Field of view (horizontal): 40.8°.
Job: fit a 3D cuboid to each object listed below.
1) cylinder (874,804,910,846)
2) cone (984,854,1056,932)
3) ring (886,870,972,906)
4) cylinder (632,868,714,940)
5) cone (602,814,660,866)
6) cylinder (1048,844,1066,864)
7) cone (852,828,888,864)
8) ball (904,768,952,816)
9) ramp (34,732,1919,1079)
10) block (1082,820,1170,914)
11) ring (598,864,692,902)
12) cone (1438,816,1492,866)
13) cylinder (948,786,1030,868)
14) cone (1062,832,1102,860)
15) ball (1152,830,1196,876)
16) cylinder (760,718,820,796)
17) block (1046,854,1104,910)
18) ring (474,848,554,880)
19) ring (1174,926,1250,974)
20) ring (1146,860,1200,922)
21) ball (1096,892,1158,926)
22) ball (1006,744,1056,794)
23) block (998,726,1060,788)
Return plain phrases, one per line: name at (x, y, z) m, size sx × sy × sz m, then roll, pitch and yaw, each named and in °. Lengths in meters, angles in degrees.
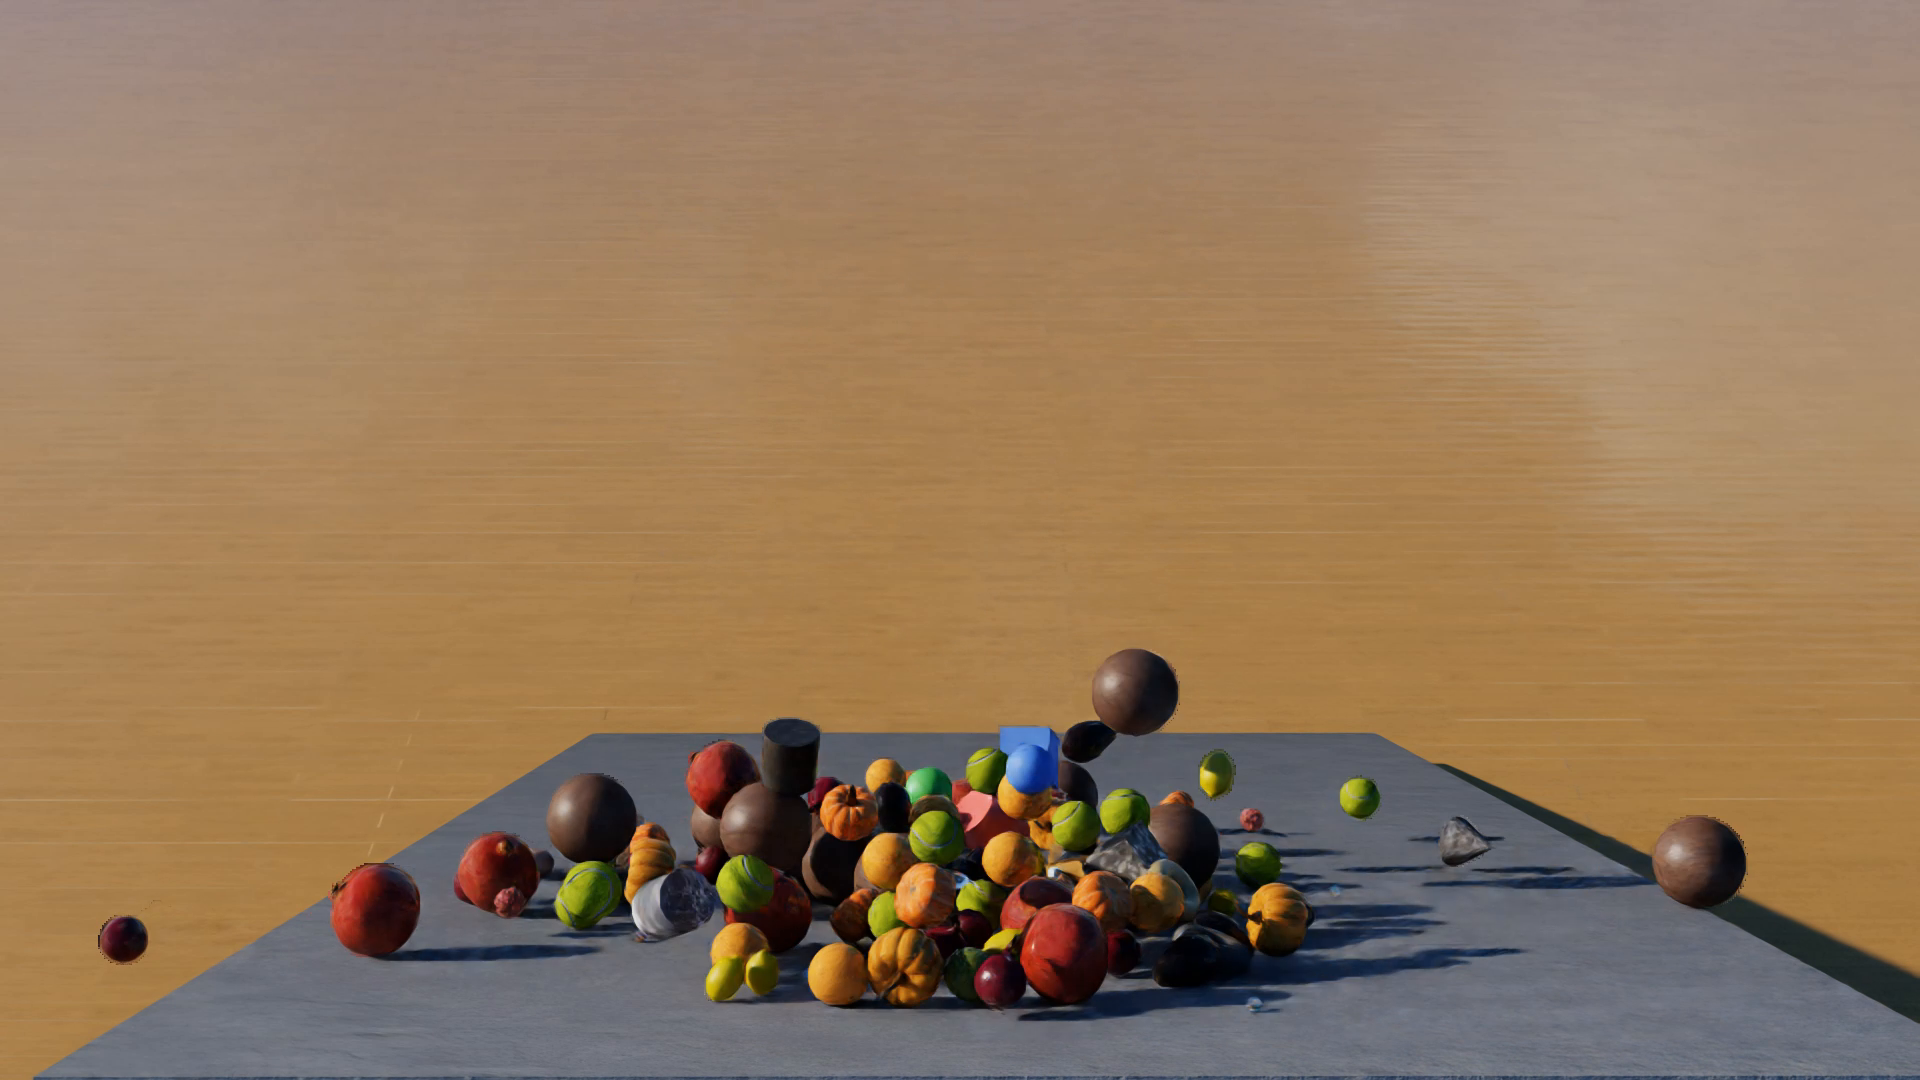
cylinder at (-0.109, 0.474, 4.285) m, size 0.053 × 0.053 × 0.053 m, roll -12°, pitch 32°, yaw -22°
cone at (0.076, 0.459, 3.498) m, size 0.098 × 0.098 × 0.098 m, roll -3°, pitch 37°, yaw -5°
ring at (-0.045, 0.507, 3.765) m, size 0.126 × 0.042 × 0.126 m, roll -2°, pitch 1°, yaw 0°
cylinder at (-0.357, 0.454, 3.219) m, size 0.077 × 0.077 × 0.077 m, roll -24°, pitch -2°, yaw -37°
cone at (-0.506, 0.501, 4.119) m, size 0.094 × 0.094 × 0.094 m, roll 31°, pitch 40°, yaw 33°
cylinder at (0.169, 0.497, 3.985) m, size 0.055 × 0.055 × 0.055 m, roll 0°, pitch 28°, yaw -7°
cone at (-0.135, 0.505, 4.156) m, size 0.060 × 0.060 × 0.060 m, roll -9°, pitch 26°, yaw -16°
ball at (-0.050, 0.404, 4.150) m, size 0.077 × 0.077 × 0.077 m, roll 0°, pitch 28°, yaw 0°
ramp at (0.063, 0.567, 4.607) m, size 2.000 × 0.100 × 4.000 m, roll 0°, pitch 1°, yaw 0°
block at (0.222, 0.432, 3.418) m, size 0.076 × 0.076 × 0.076 m, roll -35°, pitch 1°, yaw 25°
ring at (-0.457, 0.503, 3.785) m, size 0.148 × 0.049 × 0.148 m, roll -1°, pitch -3°, yaw 0°
cone at (0.808, 0.479, 4.057) m, size 0.079 × 0.079 × 0.079 m, roll -21°, pitch 15°, yaw -34°
cylinder at (0.047, 0.456, 4.096) m, size 0.093 × 0.093 × 0.093 m, roll -35°, pitch 27°, yaw 21°
cone at (0.180, 0.441, 3.754) m, size 0.067 × 0.067 × 0.067 m, roll -3°, pitch 53°, yaw 4°
ball at (0.314, 0.483, 3.916) m, size 0.084 × 0.084 × 0.084 m, roll 0°, pitch 28°, yaw 0°
cylinder at (-0.234, 0.299, 3.562) m, size 0.077 × 0.077 × 0.077 m, roll 5°, pitch 25°, yaw -2°
block at (0.164, 0.462, 3.502) m, size 0.062 × 0.062 × 0.062 m, roll -14°, pitch -4°, yaw 39°
ring at (-0.696, 0.504, 4.031) m, size 0.122 × 0.041 × 0.122 m, roll 1°, pitch -1°, yaw 0°
ring at (0.311, 0.506, 3.193) m, size 0.101 × 0.034 × 0.101 m, roll 19°, pitch 7°, yaw -2°
ring at (0.277, 0.456, 3.355) m, size 0.030 × 0.090 × 0.090 m, roll -37°, pitch 15°, yaw 26°
ball at (0.230, 0.484, 3.551) m, size 0.091 × 0.091 × 0.091 m, roll 0°, pitch 28°, yaw 0°
ball at (0.088, 0.287, 3.226) m, size 0.062 × 0.062 × 0.062 m, roll 0°, pitch 28°, yaw 0°
block at (0.113, 0.356, 4.222) m, size 0.082 × 0.082 × 0.082 m, roll -2°, pitch 71°, yaw 13°
